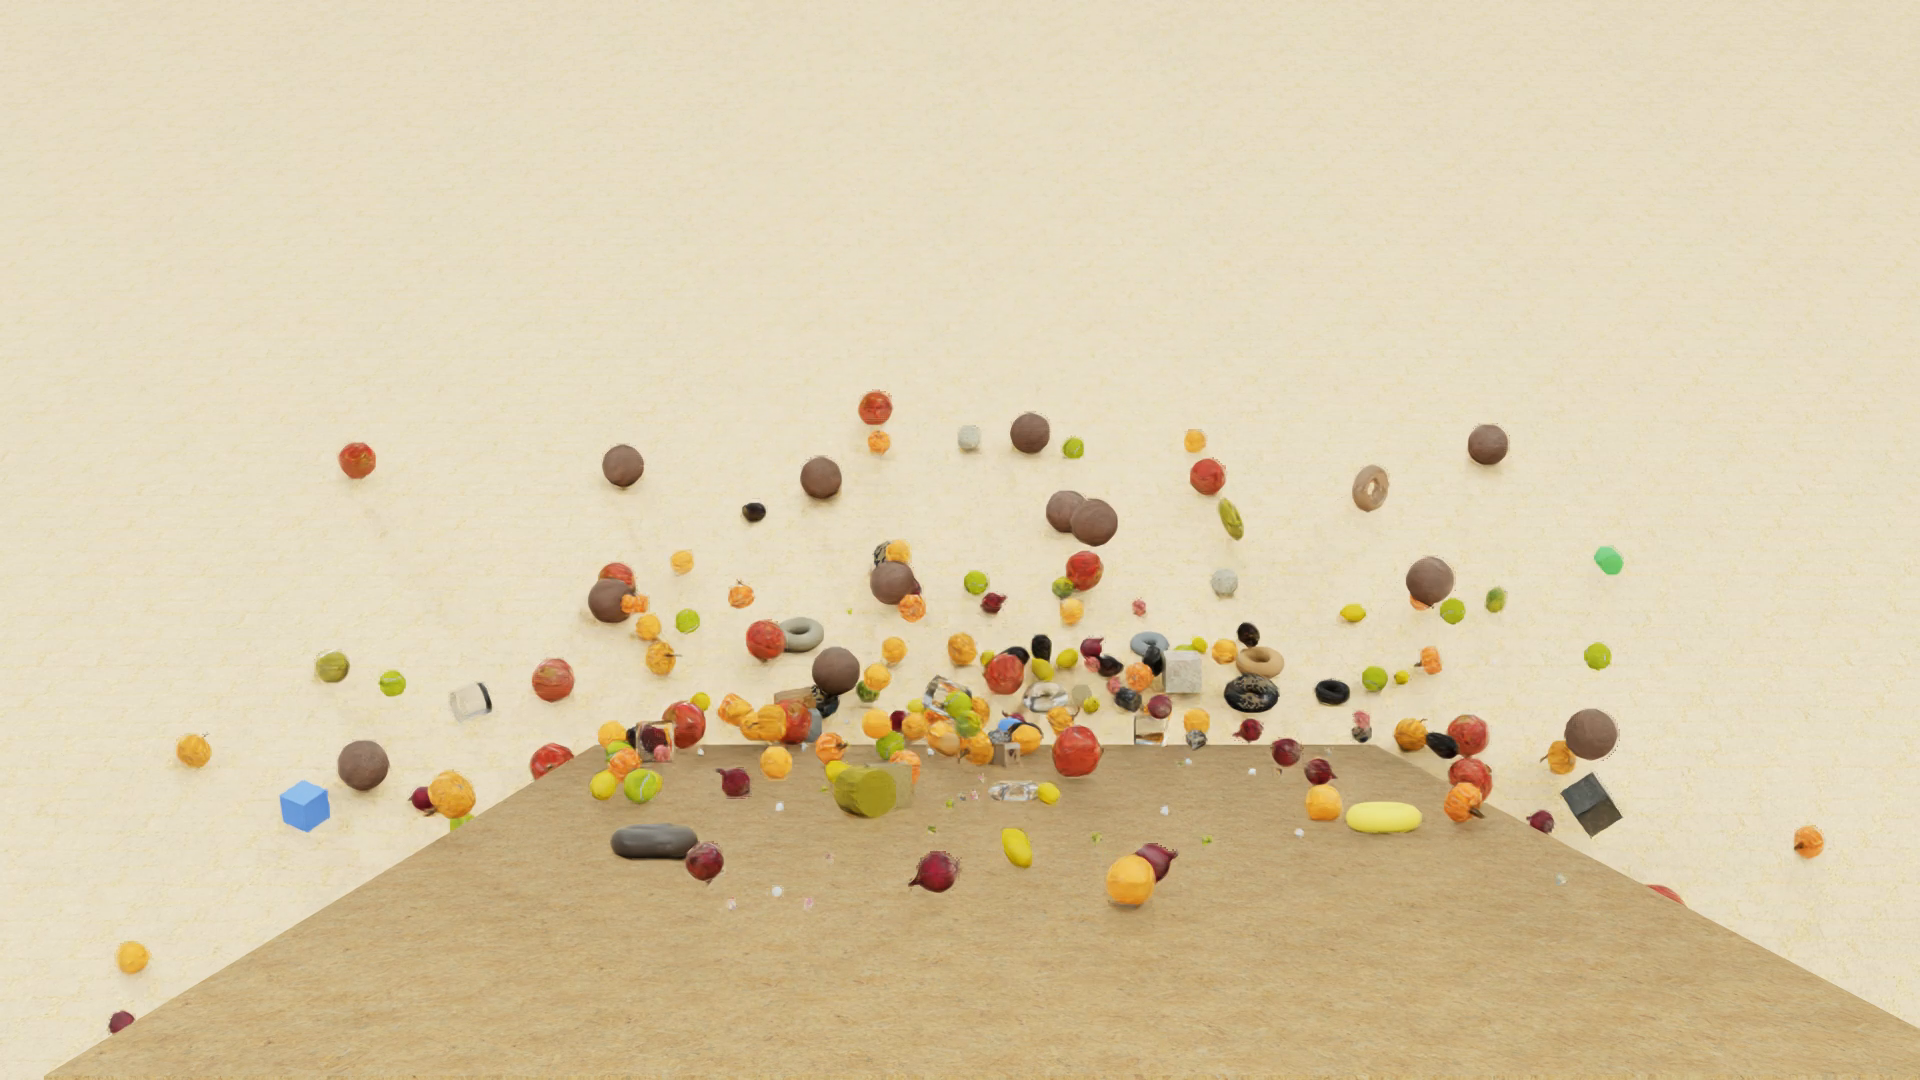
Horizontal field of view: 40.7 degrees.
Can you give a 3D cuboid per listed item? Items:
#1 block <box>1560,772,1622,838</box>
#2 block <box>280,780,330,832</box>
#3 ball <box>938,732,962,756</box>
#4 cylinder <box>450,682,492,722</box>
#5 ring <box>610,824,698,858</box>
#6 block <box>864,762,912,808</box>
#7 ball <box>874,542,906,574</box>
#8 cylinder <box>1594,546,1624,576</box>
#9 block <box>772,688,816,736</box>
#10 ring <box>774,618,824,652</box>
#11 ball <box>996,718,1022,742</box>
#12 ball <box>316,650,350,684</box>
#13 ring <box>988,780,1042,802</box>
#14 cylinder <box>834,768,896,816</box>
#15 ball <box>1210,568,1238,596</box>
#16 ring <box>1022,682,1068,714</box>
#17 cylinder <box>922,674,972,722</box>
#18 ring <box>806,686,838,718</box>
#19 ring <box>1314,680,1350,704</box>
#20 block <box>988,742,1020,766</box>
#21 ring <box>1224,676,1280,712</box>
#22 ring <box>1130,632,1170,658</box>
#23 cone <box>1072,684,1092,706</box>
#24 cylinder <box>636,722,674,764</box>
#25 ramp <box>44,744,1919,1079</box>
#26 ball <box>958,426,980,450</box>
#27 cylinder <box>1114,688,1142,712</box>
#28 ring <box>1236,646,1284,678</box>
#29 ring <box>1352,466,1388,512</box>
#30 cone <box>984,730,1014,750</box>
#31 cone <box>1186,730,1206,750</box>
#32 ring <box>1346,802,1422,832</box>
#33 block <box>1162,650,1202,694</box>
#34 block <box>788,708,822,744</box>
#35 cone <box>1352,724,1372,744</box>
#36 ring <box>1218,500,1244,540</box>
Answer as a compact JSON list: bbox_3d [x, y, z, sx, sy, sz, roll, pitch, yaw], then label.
[{"bbox_3d":[1.542,0.647,6.312,0.093,0.093,0.093,-34,36,10],"label":"block"},{"bbox_3d":[-1.640,0.666,6.475,0.082,0.082,0.082,17,33,27],"label":"block"},{"bbox_3d":[-0.024,0.497,6.285,0.060,0.060,0.060,0,29,0],"label":"ball"},{"bbox_3d":[-1.305,0.433,6.890,0.085,0.085,0.085,-18,34,-29],"label":"cylinder"},{"bbox_3d":[-0.520,0.512,4.402,0.148,0.049,0.148,-1,0,0],"label":"ring"},{"bbox_3d":[-0.145,0.490,5.184,0.084,0.084,0.084,0,0,-10],"label":"block"},{"bbox_3d":[-0.205,0.051,7.564,0.096,0.096,0.096,0,29,0],"label":"ball"},{"bbox_3d":[1.885,0.060,7.515,0.065,0.065,0.065,-3,24,-6],"label":"cylinder"},{"bbox_3d":[-0.433,0.452,6.816,0.096,0.096,0.096,-9,11,-12],"label":"block"},{"bbox_3d":[-0.450,0.264,7.234,0.143,0.048,0.143,-1,28,1],"label":"ring"},{"bbox_3d":[0.126,0.483,6.550,0.066,0.066,0.066,0,29,0],"label":"ball"},{"bbox_3d":[-1.708,0.345,7.042,0.091,0.091,0.091,0,29,0],"label":"ball"},{"bbox_3d":[0.114,0.513,5.289,0.111,0.037,0.111,-1,-1,0],"label":"ring"},{"bbox_3d":[-0.184,0.488,5.010,0.091,0.091,0.091,-17,6,-27],"label":"cylinder"},{"bbox_3d":[0.763,0.121,7.455,0.081,0.081,0.081,0,29,0],"label":"ball"},{"bbox_3d":[0.229,0.425,6.952,0.123,0.041,0.123,0,30,0],"label":"ring"},{"bbox_3d":[-0.034,0.407,6.661,0.092,0.092,0.092,25,23,-19],"label":"cylinder"},{"bbox_3d":[-0.388,0.435,6.930,0.127,0.042,0.127,2,32,-1],"label":"ring"},{"bbox_3d":[1.007,0.410,6.986,0.098,0.033,0.098,1,29,-1],"label":"ring"},{"bbox_3d":[0.103,0.502,6.078,0.051,0.051,0.051,0,0,42],"label":"block"},{"bbox_3d":[0.784,0.414,6.961,0.149,0.050,0.149,0,29,0],"label":"ring"},{"bbox_3d":[0.528,0.291,7.197,0.109,0.036,0.109,0,28,0],"label":"ring"},{"bbox_3d":[0.316,0.417,6.980,0.060,0.060,0.060,-12,5,-21],"label":"cone"},{"bbox_3d":[-0.728,0.481,6.163,0.093,0.093,0.093,0,0,0],"label":"cylinder"},{"bbox_3d":[0.065,0.585,4.634,2.000,0.100,4.000,0,0,0],"label":"ramp"},{"bbox_3d":[0.029,-0.326,8.263,0.076,0.076,0.076,0,29,0],"label":"ball"},{"bbox_3d":[0.451,0.428,6.923,0.053,0.053,0.053,22,36,32],"label":"cylinder"},{"bbox_3d":[0.824,0.336,7.106,0.134,0.045,0.134,-1,29,0],"label":"ring"},{"bbox_3d":[1.248,-0.157,7.858,0.144,0.144,0.048,-23,25,-35],"label":"ring"},{"bbox_3d":[0.092,0.510,6.265,0.075,0.075,0.075,2,26,3],"label":"cone"},{"bbox_3d":[0.590,0.513,6.489,0.054,0.054,0.054,6,28,10],"label":"cone"},{"bbox_3d":[0.782,0.512,4.766,0.138,0.046,0.138,-1,1,0],"label":"ring"},{"bbox_3d":[0.600,0.357,6.995,0.093,0.093,0.093,-1,12,-2],"label":"block"},{"bbox_3d":[-0.406,0.484,6.738,0.076,0.076,0.076,-2,8,-12],"label":"block"},{"bbox_3d":[1.040,0.512,6.678,0.056,0.056,0.056,2,26,3],"label":"cone"},{"bbox_3d":[0.807,-0.060,7.688,0.043,0.128,0.128,-23,25,15],"label":"ring"}]
